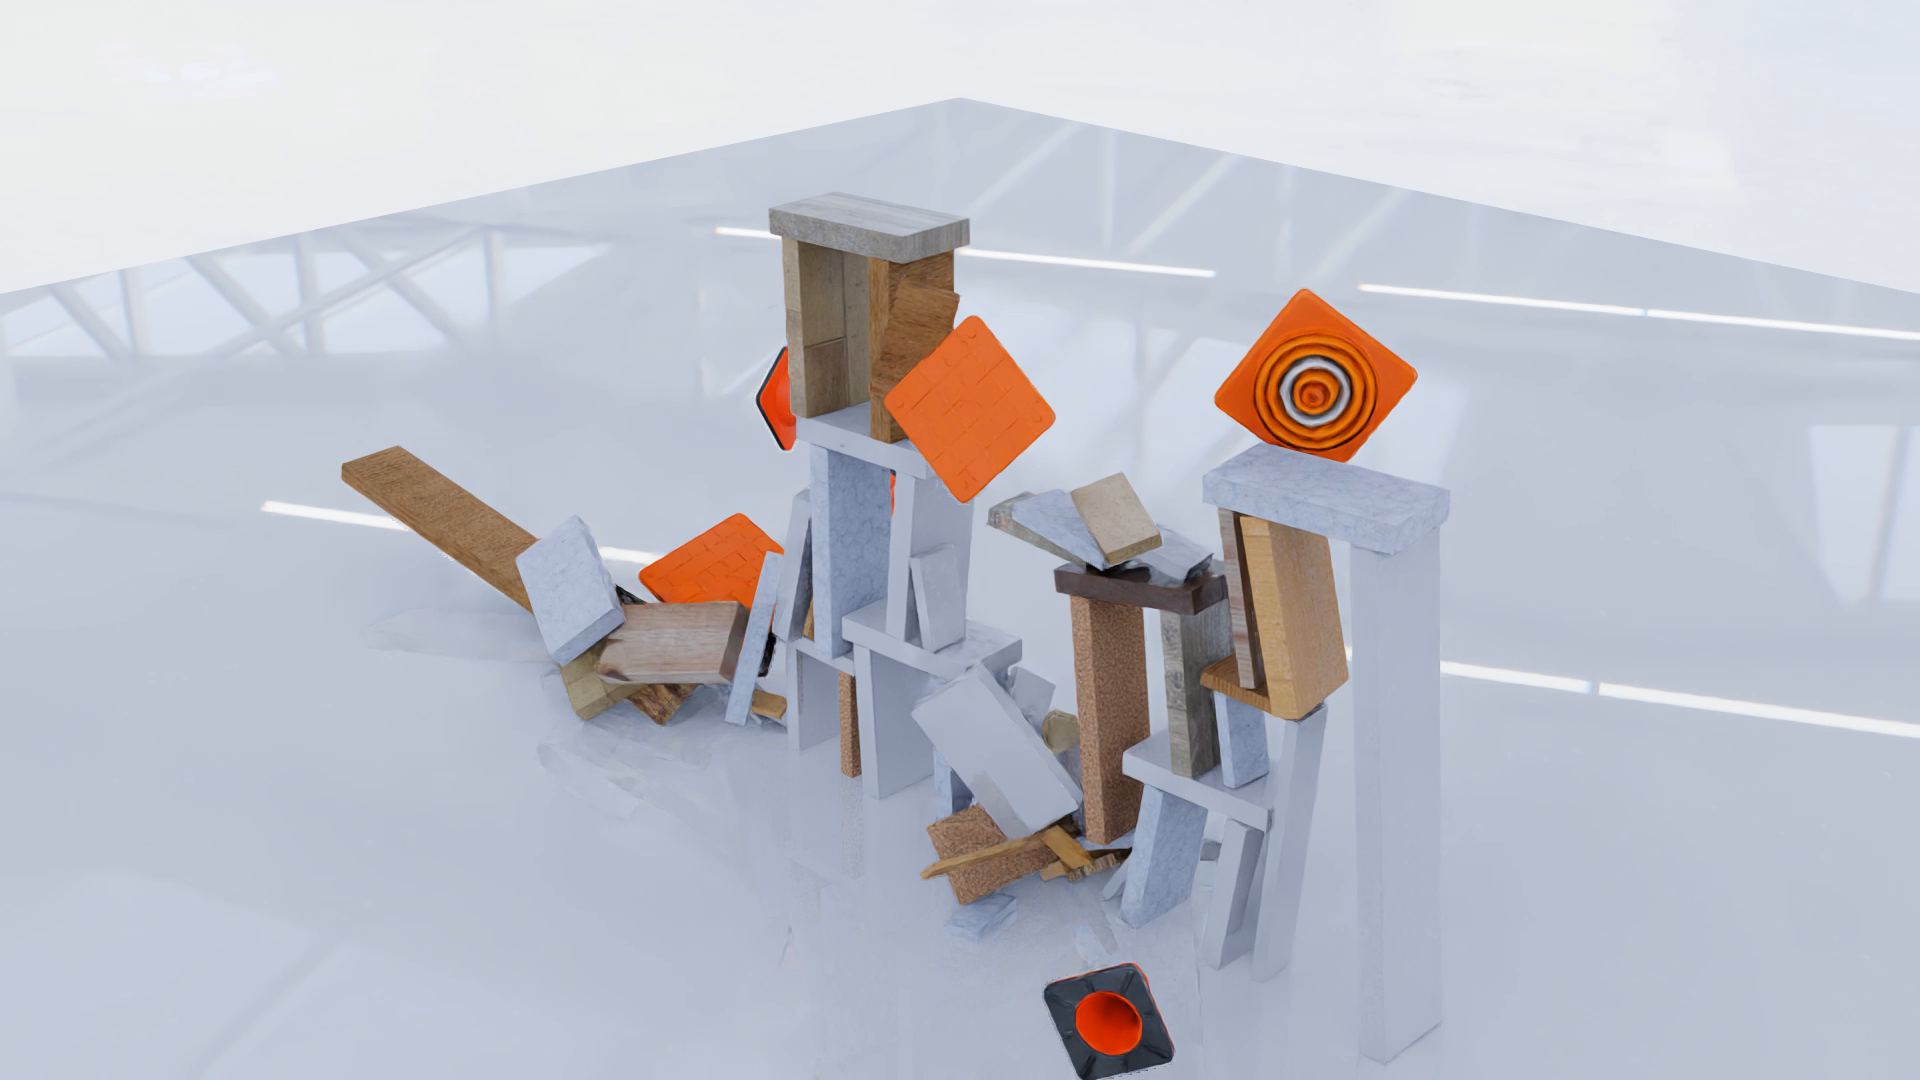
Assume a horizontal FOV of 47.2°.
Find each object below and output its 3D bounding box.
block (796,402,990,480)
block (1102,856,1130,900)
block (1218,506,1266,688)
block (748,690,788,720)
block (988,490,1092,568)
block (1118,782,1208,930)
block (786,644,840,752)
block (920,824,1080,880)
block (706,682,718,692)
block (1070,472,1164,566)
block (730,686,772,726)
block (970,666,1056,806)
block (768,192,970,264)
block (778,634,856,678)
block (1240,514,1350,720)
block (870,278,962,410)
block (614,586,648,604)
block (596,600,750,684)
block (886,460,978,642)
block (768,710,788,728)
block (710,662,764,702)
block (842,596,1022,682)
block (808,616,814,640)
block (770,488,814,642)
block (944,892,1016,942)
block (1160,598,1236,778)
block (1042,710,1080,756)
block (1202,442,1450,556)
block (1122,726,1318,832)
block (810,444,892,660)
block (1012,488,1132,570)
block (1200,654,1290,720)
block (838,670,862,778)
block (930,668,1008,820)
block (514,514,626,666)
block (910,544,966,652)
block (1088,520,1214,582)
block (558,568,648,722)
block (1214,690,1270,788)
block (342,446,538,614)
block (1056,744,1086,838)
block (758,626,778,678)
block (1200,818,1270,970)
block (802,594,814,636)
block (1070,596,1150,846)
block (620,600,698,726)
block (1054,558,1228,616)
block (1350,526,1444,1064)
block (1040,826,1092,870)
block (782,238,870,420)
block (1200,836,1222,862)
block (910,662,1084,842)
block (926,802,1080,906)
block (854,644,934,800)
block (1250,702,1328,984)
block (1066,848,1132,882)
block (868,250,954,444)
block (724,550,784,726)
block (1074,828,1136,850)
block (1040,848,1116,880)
[{"bbox_3d":[-0.132,-0.205,4.282,0.355,0.050,0.178,19,29,40],"label":"block"},{"bbox_3d":[0.329,0.614,4.132,0.077,0.154,0.022,-22,63,-41],"label":"block"},{"bbox_3d":[0.488,0.074,3.695,0.028,0.339,0.098,4,22,38],"label":"block"},{"bbox_3d":[-0.429,0.356,4.801,0.106,0.015,0.053,14,43,18],"label":"block"},{"bbox_3d":[0.173,-0.020,3.992,0.226,0.032,0.113,25,33,32],"label":"block"},{"bbox_3d":[0.383,0.556,4.049,0.156,0.311,0.044,-22,40,-41],"label":"block"},{"bbox_3d":[-0.312,0.318,4.696,0.035,0.247,0.123,21,31,40],"label":"block"},{"bbox_3d":[0.117,0.570,4.116,0.444,0.047,0.013,-10,67,-36],"label":"block"},{"bbox_3d":[-0.574,0.273,4.913,0.158,0.079,0.022,32,-21,-5],"label":"block"},{"bbox_3d":[0.268,-0.038,3.775,0.098,0.028,0.196,-21,38,-3],"label":"block"},{"bbox_3d":[-0.452,0.358,4.835,0.106,0.015,0.053,42,47,21],"label":"block"},{"bbox_3d":[0.093,0.436,4.266,0.095,0.377,0.027,29,-24,-27],"label":"block"},{"bbox_3d":[-0.174,-0.593,4.152,0.357,0.051,0.179,18,29,40],"label":"block"},{"bbox_3d":[-0.255,0.212,4.586,0.123,0.035,0.247,-21,31,-40],"label":"block"},{"bbox_3d":[0.554,0.099,3.625,0.049,0.349,0.175,2,21,39],"label":"block"},{"bbox_3d":[-0.083,-0.359,4.038,0.113,0.226,0.032,16,28,-2],"label":"block"},{"bbox_3d":[-0.727,0.213,5.035,0.310,0.044,0.155,27,33,26],"label":"block"},{"bbox_3d":[-0.615,0.221,4.712,0.336,0.048,0.168,-3,61,32],"label":"block"},{"bbox_3d":[-0.055,0.008,4.298,0.050,0.356,0.178,26,34,36],"label":"block"},{"bbox_3d":[-0.376,0.381,4.803,0.106,0.015,0.053,26,42,23],"label":"block"},{"bbox_3d":[-0.514,0.303,4.879,0.158,0.022,0.079,49,50,7],"label":"block"},{"bbox_3d":[-0.057,0.195,4.376,0.335,0.047,0.167,19,30,38],"label":"block"},{"bbox_3d":[-0.274,0.147,4.538,0.017,0.123,0.062,37,39,25],"label":"block"},{"bbox_3d":[-0.291,0.035,4.526,0.048,0.336,0.168,31,36,29],"label":"block"},{"bbox_3d":[0.039,0.697,4.086,0.071,0.020,0.142,10,25,31],"label":"block"},{"bbox_3d":[0.427,0.247,3.863,0.044,0.309,0.154,11,24,43],"label":"block"},{"bbox_3d":[0.304,0.458,4.291,0.321,0.046,0.161,21,59,-21],"label":"block"},{"bbox_3d":[0.582,-0.070,3.511,0.349,0.049,0.175,17,30,36],"label":"block"},{"bbox_3d":[0.461,0.418,3.913,0.311,0.044,0.156,19,30,38],"label":"block"},{"bbox_3d":[-0.218,0.002,4.451,0.050,0.456,0.178,20,30,38],"label":"block"},{"bbox_3d":[0.213,-0.021,3.931,0.113,0.032,0.226,-20,38,-39],"label":"block"},{"bbox_3d":[0.512,0.250,3.749,0.184,0.026,0.092,22,33,39],"label":"block"},{"bbox_3d":[-0.193,0.362,4.592,0.123,0.247,0.035,-21,31,-40],"label":"block"},{"bbox_3d":[0.026,0.409,4.365,0.167,0.335,0.047,-20,26,-39],"label":"block"},{"bbox_3d":[-0.869,0.108,4.891,0.175,0.050,0.350,-36,44,5],"label":"block"},{"bbox_3d":[-0.042,0.112,4.267,0.027,0.190,0.095,7,22,43],"label":"block"},{"bbox_3d":[0.332,0.004,3.828,0.196,0.028,0.098,29,32,22],"label":"block"},{"bbox_3d":[-0.819,0.222,4.892,0.168,0.048,0.336,-30,55,6],"label":"block"},{"bbox_3d":[0.492,0.330,3.829,0.092,0.184,0.026,-19,18,-37],"label":"block"},{"bbox_3d":[-1.172,0.003,5.423,0.885,0.050,0.175,31,36,28],"label":"block"},{"bbox_3d":[0.229,0.476,4.169,0.071,0.162,0.020,-23,-14,-8],"label":"block"},{"bbox_3d":[-0.407,0.227,4.714,0.017,0.123,0.062,15,27,-3],"label":"block"},{"bbox_3d":[0.517,0.607,3.929,0.156,0.311,0.044,-21,39,-41],"label":"block"},{"bbox_3d":[-0.286,0.139,4.554,0.017,0.123,0.062,36,38,26],"label":"block"},{"bbox_3d":[0.282,0.308,4.035,0.044,0.489,0.154,12,25,40],"label":"block"},{"bbox_3d":[-0.712,0.267,4.877,0.311,0.044,0.155,35,82,35],"label":"block"},{"bbox_3d":[0.333,0.068,3.877,0.309,0.044,0.154,9,23,42],"label":"block"},{"bbox_3d":[0.721,0.416,3.611,0.049,0.914,0.175,14,26,43],"label":"block"},{"bbox_3d":[0.196,0.570,4.078,0.047,0.094,0.013,-33,19,43],"label":"block"},{"bbox_3d":[-0.254,-0.432,4.305,0.179,0.357,0.051,-19,28,-38],"label":"block"},{"bbox_3d":[0.510,0.596,4.218,0.094,0.047,0.013,5,29,0],"label":"block"},{"bbox_3d":[0.070,0.399,4.086,0.161,0.321,0.046,-33,9,25],"label":"block"},{"bbox_3d":[0.174,0.533,4.242,0.510,0.161,0.046,-20,-8,-36],"label":"block"},{"bbox_3d":[-0.131,0.346,4.513,0.167,0.335,0.047,-21,27,-41],"label":"block"},{"bbox_3d":[0.571,0.529,3.823,0.026,0.539,0.092,23,33,34],"label":"block"},{"bbox_3d":[0.276,0.610,4.180,0.077,0.022,0.154,-19,-9,-38],"label":"block"},{"bbox_3d":[-0.090,-0.377,4.161,0.051,0.357,0.179,20,30,38],"label":"block"},{"bbox_3d":[-0.435,0.211,4.675,0.044,0.370,0.155,14,41,-4],"label":"block"},{"bbox_3d":[0.298,0.556,4.133,0.154,0.022,0.077,-12,8,46],"label":"block"},{"bbox_3d":[0.252,0.599,4.224,0.190,0.027,0.095,-21,-8,-29],"label":"block"}]
